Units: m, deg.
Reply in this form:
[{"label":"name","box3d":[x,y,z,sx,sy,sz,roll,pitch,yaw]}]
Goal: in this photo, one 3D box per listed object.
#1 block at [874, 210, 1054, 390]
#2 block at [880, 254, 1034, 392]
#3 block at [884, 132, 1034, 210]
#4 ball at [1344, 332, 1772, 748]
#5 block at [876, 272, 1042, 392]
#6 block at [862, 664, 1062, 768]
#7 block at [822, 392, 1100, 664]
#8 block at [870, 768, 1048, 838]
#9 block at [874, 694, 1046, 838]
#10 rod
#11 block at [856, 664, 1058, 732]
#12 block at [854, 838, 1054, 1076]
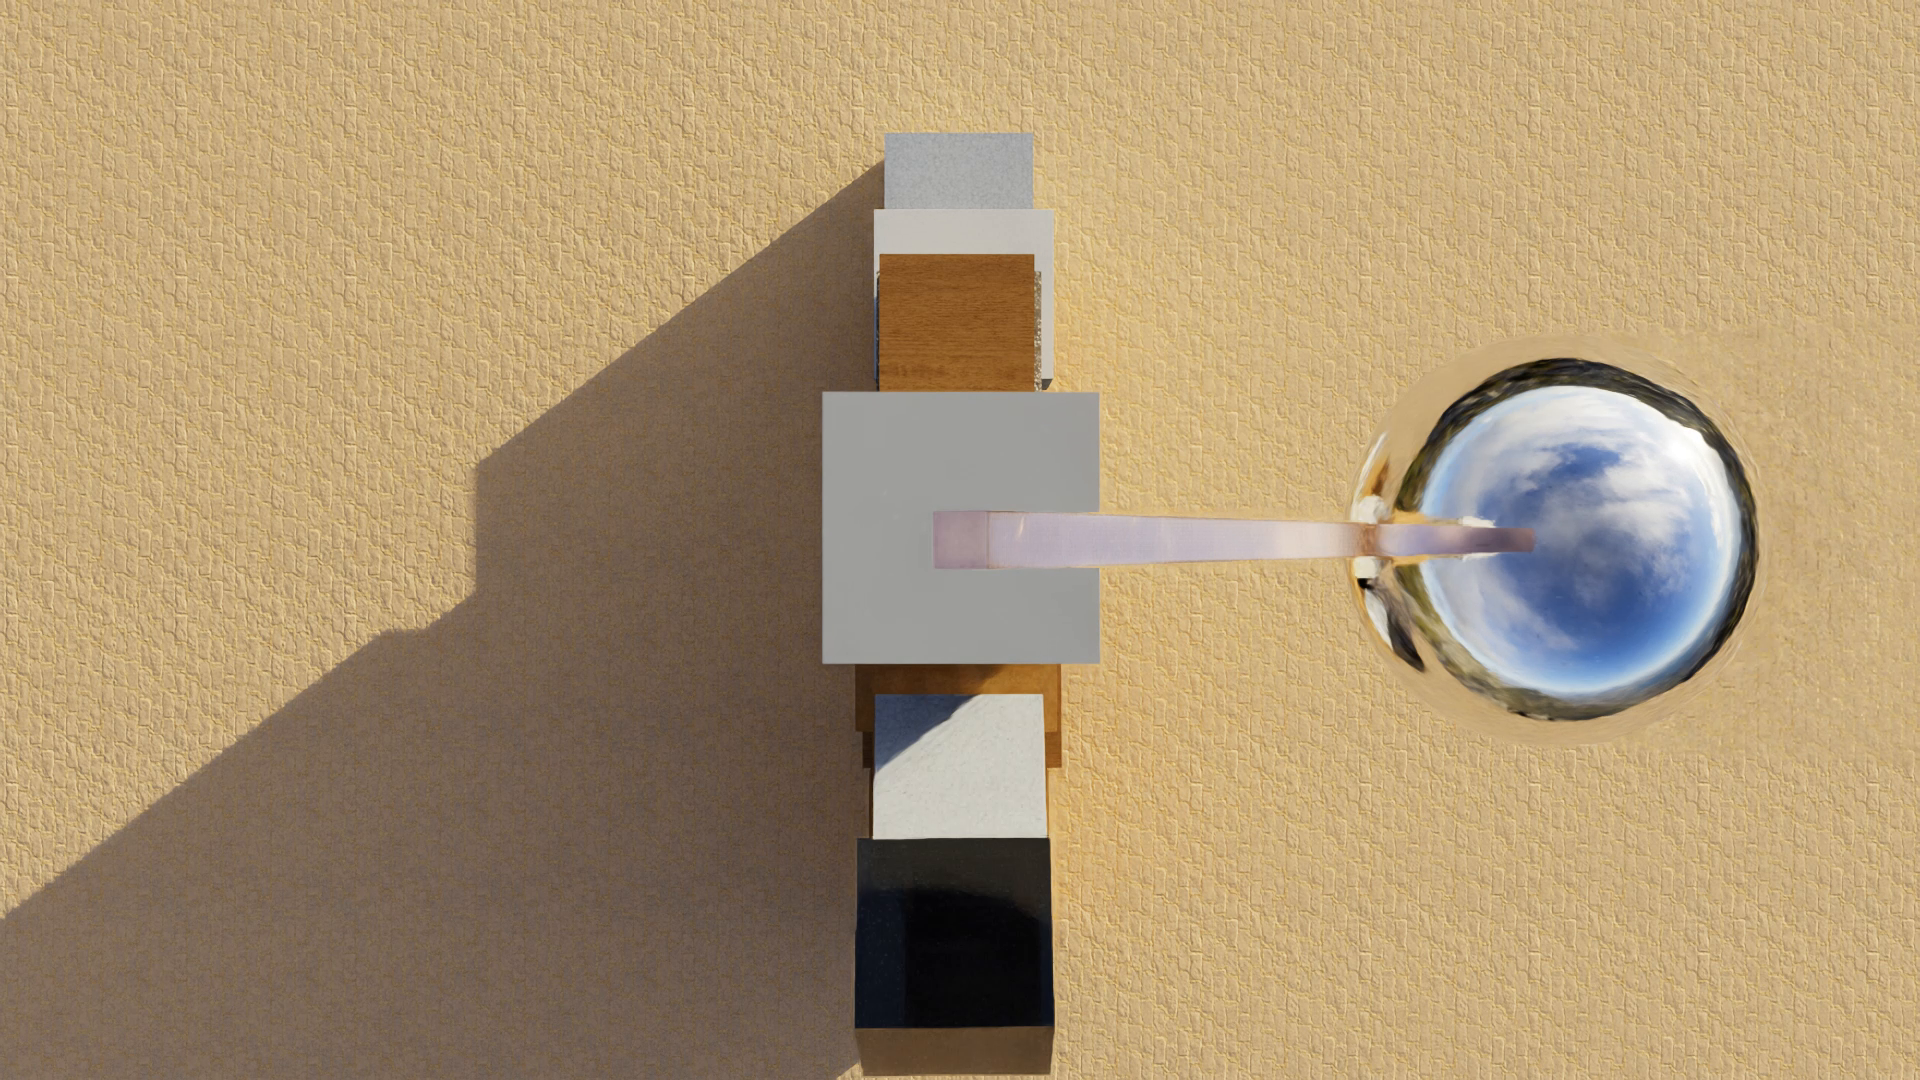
[{"label":"block","box3d":[0.019,-1.260,11.710,0.919,0.893,0.866,0,90,0]},{"label":"block","box3d":[-0.013,-0.881,10.062,0.686,0.706,0.765,0,90,0]},{"label":"block","box3d":[-0.006,-1.903,12.649,0.832,0.702,0.749,0,90,0]},{"label":"ball","box3d":[2.295,0.000,8.531,1.600,1.600,1.600,0,90,0]},{"label":"block","box3d":[-0.005,-0.862,10.839,0.781,0.848,0.821,0,90,0]},{"label":"block","box3d":[0.011,0.705,12.466,1.082,1.068,1.062,0,90,0]},{"label":"block","box3d":[0.003,-0.032,6.741,0.797,0.859,0.781,0,90,0]},{"label":"block","box3d":[-0.005,1.761,12.449,0.965,1.102,1.032,0,90,0]},{"label":"block","box3d":[-0.003,1.254,10.683,0.802,0.805,0.748,0,62,0]},{"label":"rod","box3d":[0.994,0.000,5.389,0.080,5.200,0.080,0,90,22]},{"label":"block","box3d":[-0.017,0.473,11.428,1.006,1.009,0.956,0,90,0]},{"label":"block","box3d":[-0.022,1.948,10.245,0.883,0.810,0.882,-1,62,0]}]
